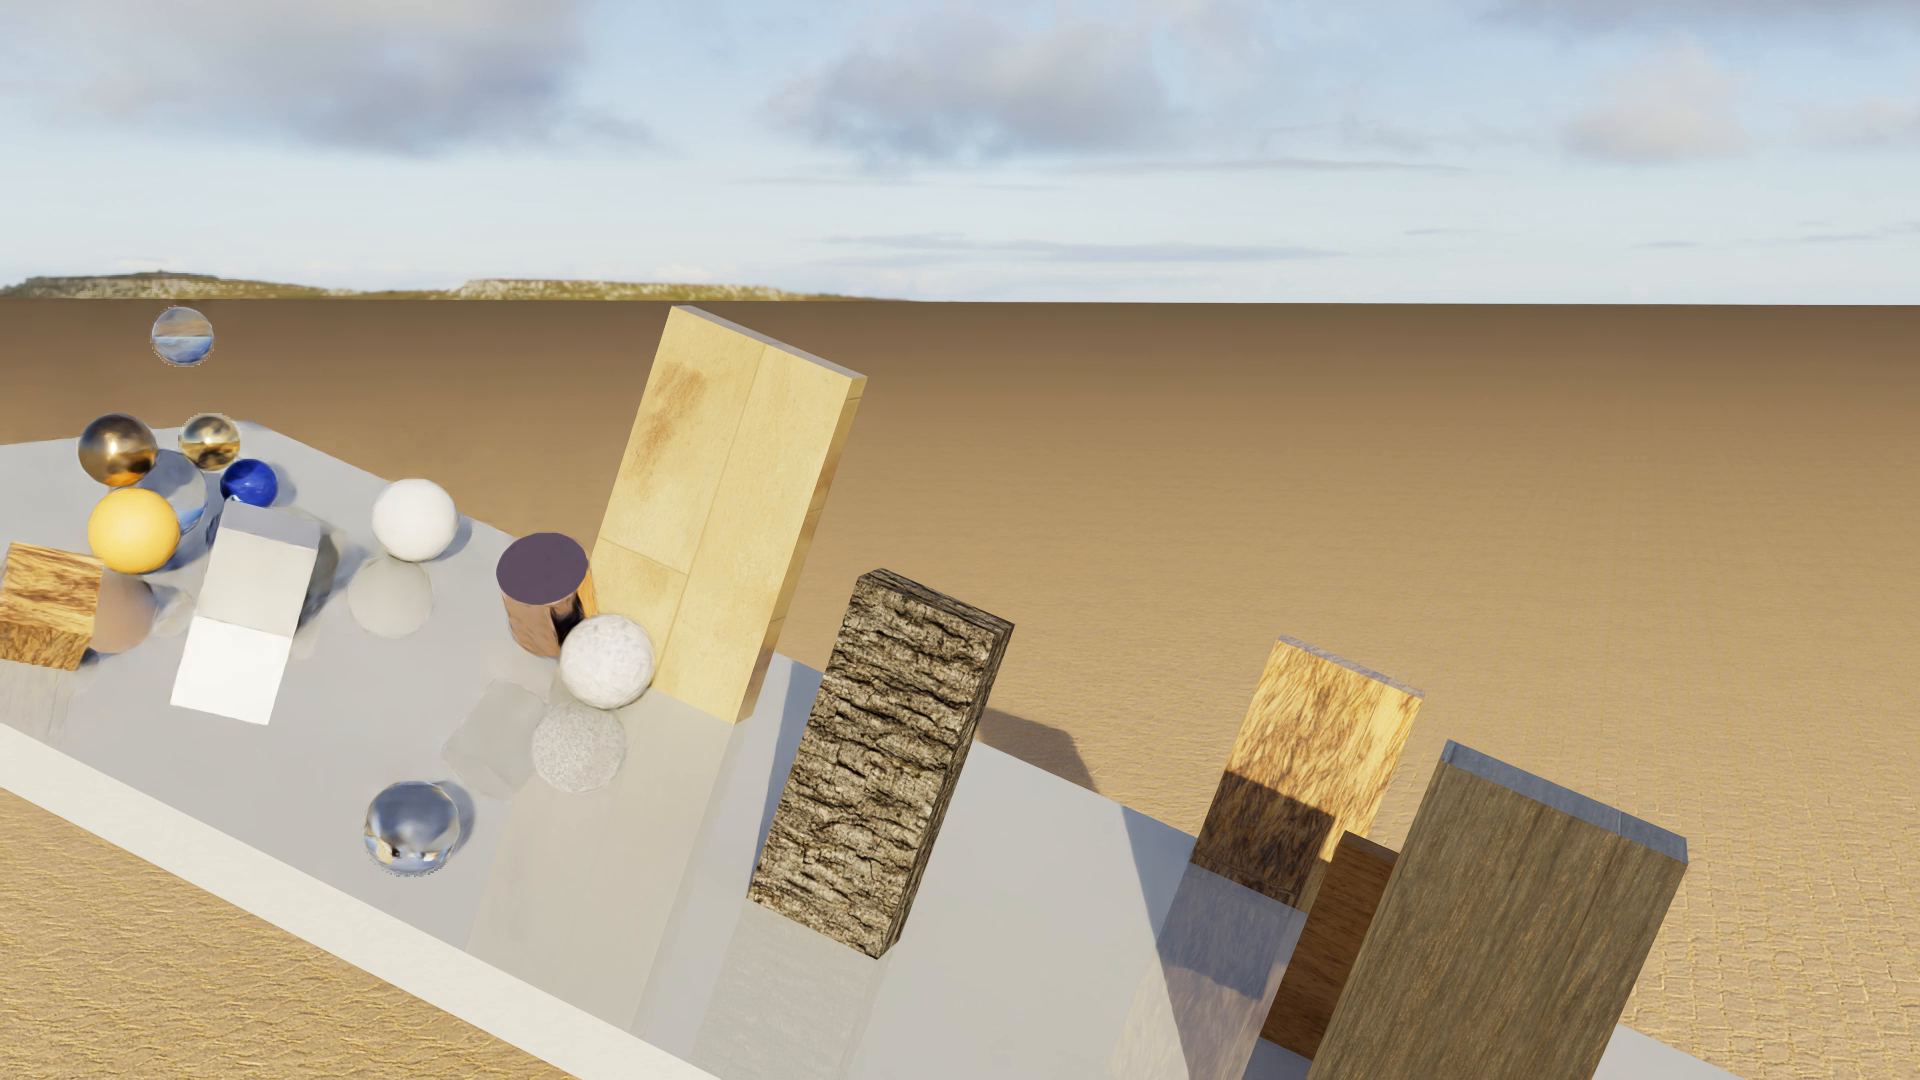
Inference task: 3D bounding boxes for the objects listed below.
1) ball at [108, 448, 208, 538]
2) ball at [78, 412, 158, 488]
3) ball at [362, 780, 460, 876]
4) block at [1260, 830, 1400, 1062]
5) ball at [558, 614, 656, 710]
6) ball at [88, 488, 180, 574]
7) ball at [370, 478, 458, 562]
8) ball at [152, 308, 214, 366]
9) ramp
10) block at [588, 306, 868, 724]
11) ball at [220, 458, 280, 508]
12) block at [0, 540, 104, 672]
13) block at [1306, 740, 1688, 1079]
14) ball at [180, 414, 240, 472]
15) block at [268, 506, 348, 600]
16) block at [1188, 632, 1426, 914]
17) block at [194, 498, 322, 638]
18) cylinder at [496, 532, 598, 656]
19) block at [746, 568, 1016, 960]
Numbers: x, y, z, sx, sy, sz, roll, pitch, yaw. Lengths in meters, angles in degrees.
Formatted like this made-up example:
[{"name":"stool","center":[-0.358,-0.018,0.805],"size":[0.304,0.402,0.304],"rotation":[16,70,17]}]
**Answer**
[{"name":"ball","center":[-1.640,-0.093,4.500],"size":[0.194,0.194,0.194],"rotation":[0,7,0]},{"name":"ball","center":[-1.631,-0.174,4.258],"size":[0.145,0.145,0.145],"rotation":[0,7,0]},{"name":"ball","center":[-0.861,0.452,3.455],"size":[0.149,0.149,0.149],"rotation":[0,7,0]},{"name":"block","center":[0.813,0.797,3.967],"size":[0.421,0.401,0.084],"rotation":[23,13,13]},{"name":"ball","center":[-0.716,0.246,4.465],"size":[0.195,0.195,0.195],"rotation":[0,7,0]},{"name":"ball","center":[-1.609,-0.018,4.282],"size":[0.170,0.170,0.170],"rotation":[0,7,0]},{"name":"ball","center":[-1.226,-0.045,4.944],"size":[0.190,0.190,0.190],"rotation":[0,7,0]},{"name":"ball","center":[-1.647,-0.432,4.661],"size":[0.122,0.122,0.122],"rotation":[0,7,0]},{"name":"ramp","center":[-0.331,0.603,4.209],"size":[4.000,0.100,2.000],"rotation":[23,13,13]},{"name":"block","center":[-0.526,-0.054,4.673],"size":[0.425,0.784,0.097],"rotation":[23,13,13]},{"name":"ball","center":[-1.576,-0.120,4.880],"size":[0.124,0.124,0.124],"rotation":[0,7,0]},{"name":"block","center":[-1.549,0.113,3.715],"size":[0.148,0.148,0.148],"rotation":[13,-33,-27]},{"name":"block","center":[0.712,0.730,3.157],"size":[0.354,0.800,0.146],"rotation":[23,13,13]},{"name":"ball","center":[-1.578,-0.205,4.632],"size":[0.120,0.120,0.120],"rotation":[0,7,0]},{"name":"block","center":[-1.375,0.027,4.511],"size":[0.143,0.143,0.143],"rotation":[24,13,18]},{"name":"block","center":[0.751,0.516,4.771],"size":[0.331,0.535,0.089],"rotation":[23,13,13]},{"name":"block","center":[-1.370,0.055,4.298],"size":[0.186,0.186,0.186],"rotation":[16,13,-19]},{"name":"cylinder","center":[-0.845,0.113,4.518],"size":[0.184,0.184,0.184],"rotation":[0,-38,0]},{"name":"block","center":[-0.139,0.383,3.786],"size":[0.257,0.611,0.121],"rotation":[23,13,13]}]
